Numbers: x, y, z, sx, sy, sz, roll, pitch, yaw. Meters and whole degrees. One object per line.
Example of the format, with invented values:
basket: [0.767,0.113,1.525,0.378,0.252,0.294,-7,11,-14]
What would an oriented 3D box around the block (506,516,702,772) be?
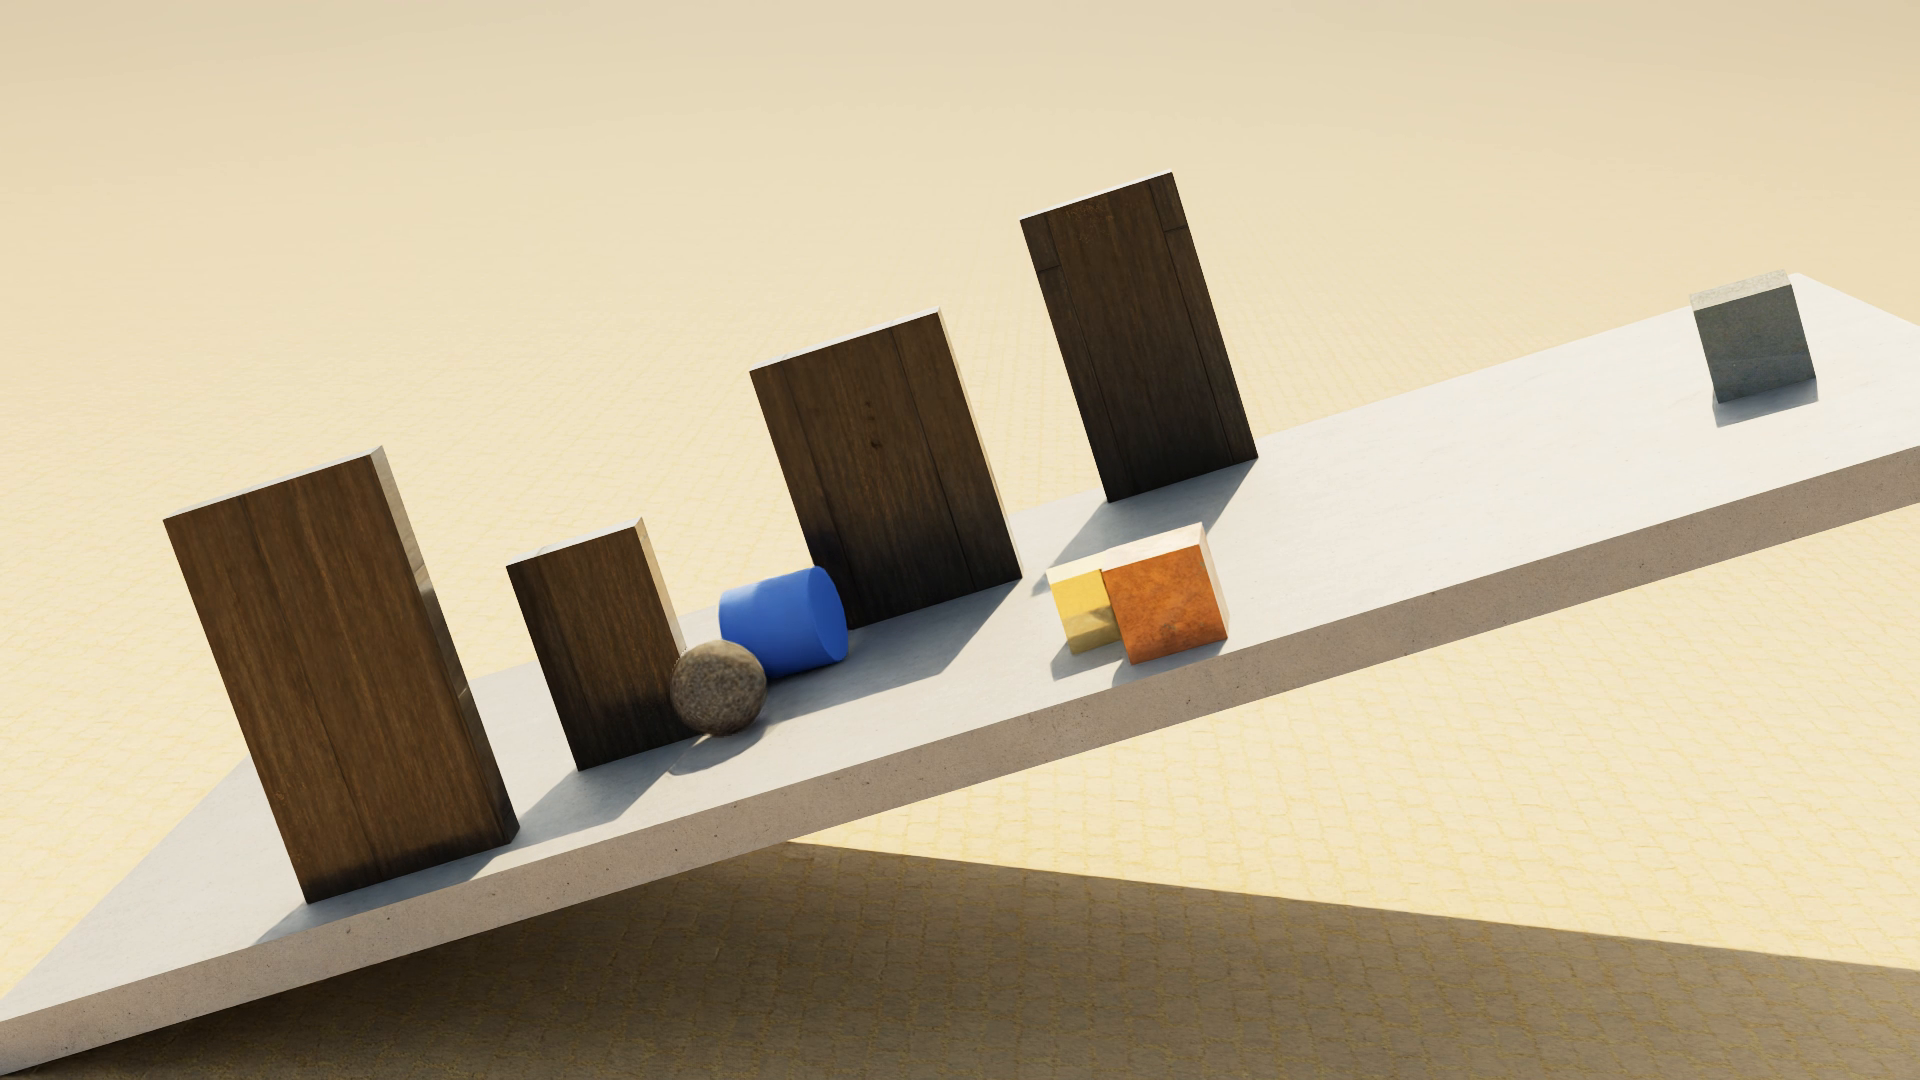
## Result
block: [-0.715,0.212,6.006,0.277,0.450,0.104,-17,10,5]

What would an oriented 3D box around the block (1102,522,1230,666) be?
block: [0.385,0.099,5.471,0.185,0.185,0.185,-16,10,10]

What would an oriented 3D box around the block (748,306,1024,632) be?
block: [-0.159,-0.154,6.507,0.433,0.618,0.117,-17,10,5]

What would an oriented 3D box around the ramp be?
ramp: [0.100,0.183,6.312,4.000,0.100,2.000,-17,10,5]

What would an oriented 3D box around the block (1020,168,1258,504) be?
block: [0.425,-0.482,6.978,0.374,0.708,0.097,-17,10,5]

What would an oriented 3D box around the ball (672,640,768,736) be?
ball: [-0.482,0.296,5.894,0.191,0.191,0.191,0,11,0]

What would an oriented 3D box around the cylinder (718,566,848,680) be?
cylinder: [-0.376,0.181,6.267,0.208,0.208,0.208,-15,7,16]

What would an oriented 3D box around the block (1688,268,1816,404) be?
block: [1.624,-0.420,6.037,0.199,0.199,0.199,-15,11,15]

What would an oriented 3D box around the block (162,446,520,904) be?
block: [-1.170,0.259,5.592,0.416,0.787,0.102,-17,10,5]

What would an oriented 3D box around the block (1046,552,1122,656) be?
block: [0.261,0.118,5.692,0.146,0.146,0.146,-18,10,2]
